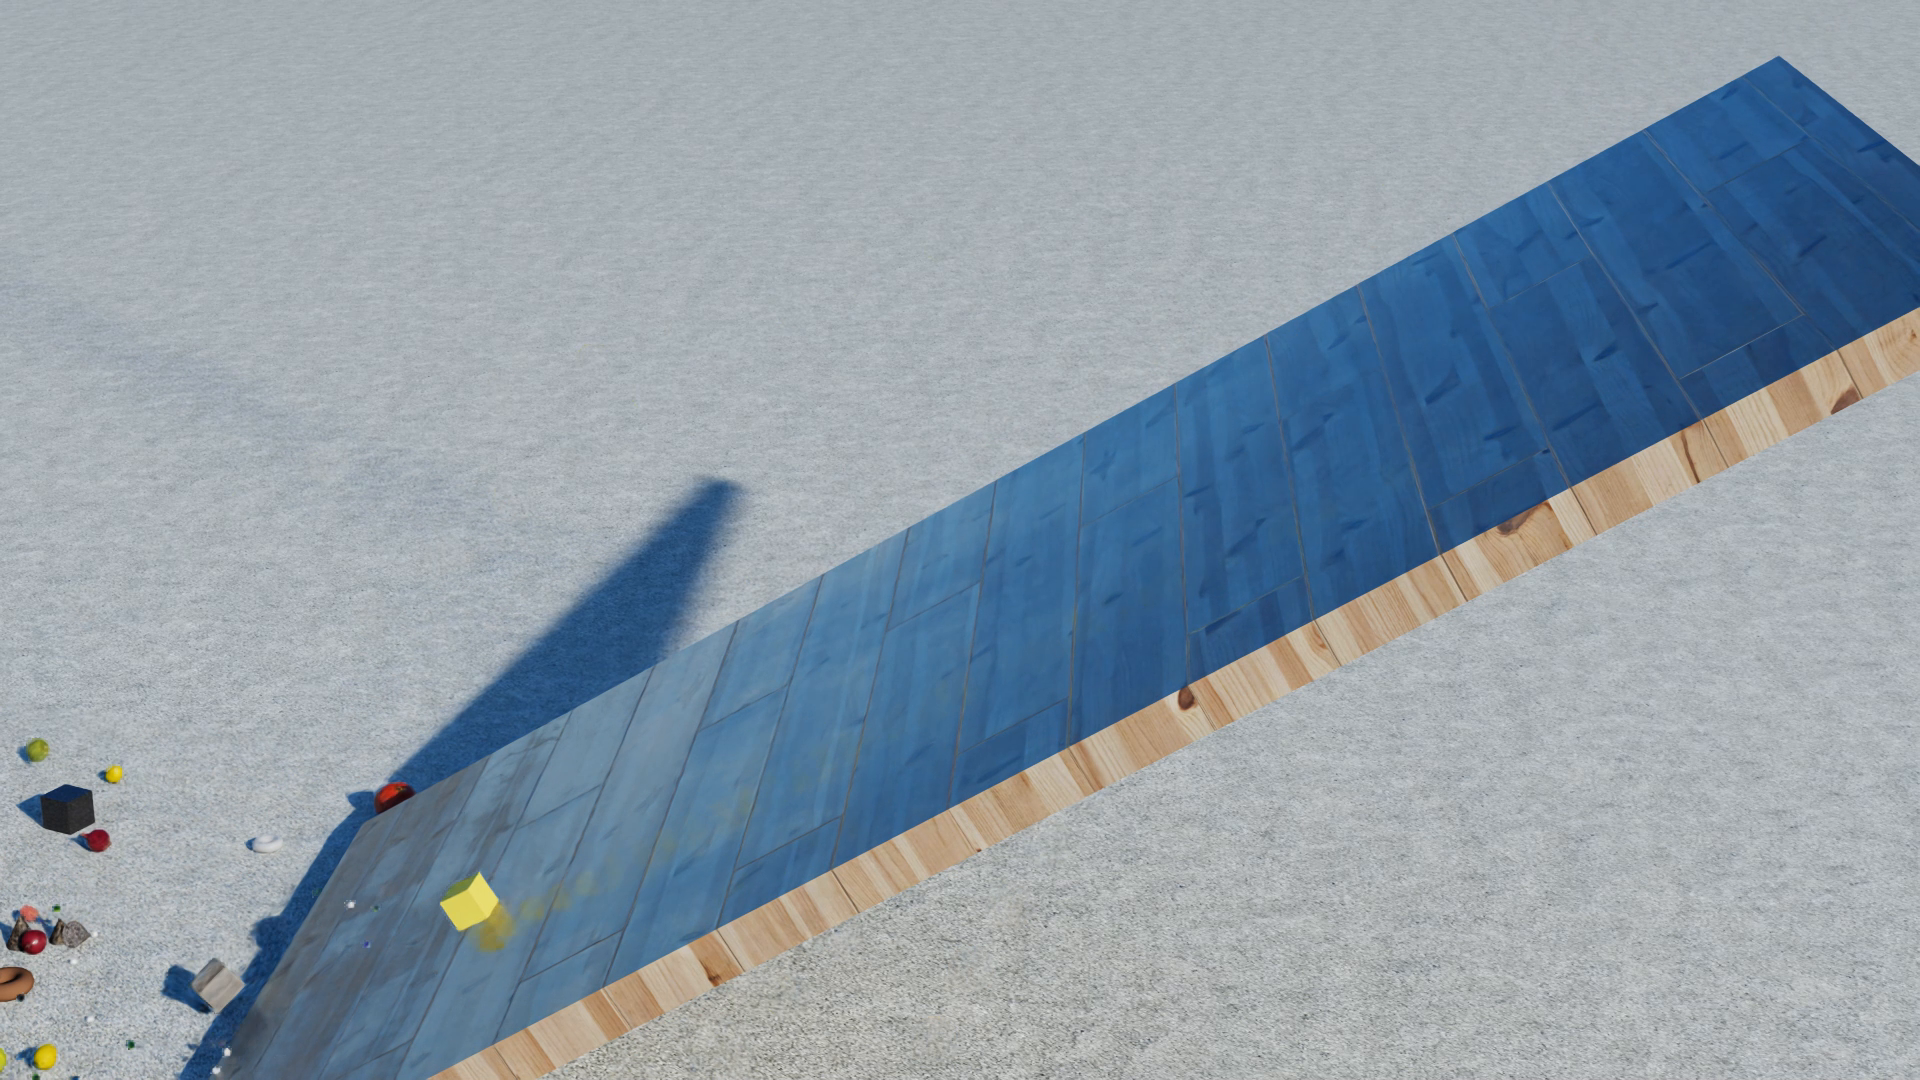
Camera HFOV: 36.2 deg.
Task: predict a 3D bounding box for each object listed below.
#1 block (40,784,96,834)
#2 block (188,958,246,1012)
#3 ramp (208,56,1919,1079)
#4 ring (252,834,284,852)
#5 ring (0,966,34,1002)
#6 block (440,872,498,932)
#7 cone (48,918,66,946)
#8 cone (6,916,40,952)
[{"bbox_3d":[-2.370,0.716,7.815,0.093,0.093,0.093,9,21,26],"label":"block"},{"bbox_3d":[-1.719,1.029,6.805,0.087,0.087,0.087,-47,12,-18],"label":"block"},{"bbox_3d":[0.142,0.168,6.285,4.000,0.100,2.000,-28,15,12],"label":"ramp"},{"bbox_3d":[-1.810,0.794,7.688,0.081,0.027,0.081,-1,18,0],"label":"ring"},{"bbox_3d":[-2.245,1.045,6.920,0.128,0.043,0.128,-1,19,0],"label":"ring"},{"bbox_3d":[-1.057,0.779,6.333,0.077,0.077,0.077,-26,15,20],"label":"block"},{"bbox_3d":[-2.195,0.948,7.178,0.061,0.061,0.061,0,19,0],"label":"cone"},{"bbox_3d":[-2.283,0.946,7.154,0.079,0.079,0.079,0,19,0],"label":"cone"}]
